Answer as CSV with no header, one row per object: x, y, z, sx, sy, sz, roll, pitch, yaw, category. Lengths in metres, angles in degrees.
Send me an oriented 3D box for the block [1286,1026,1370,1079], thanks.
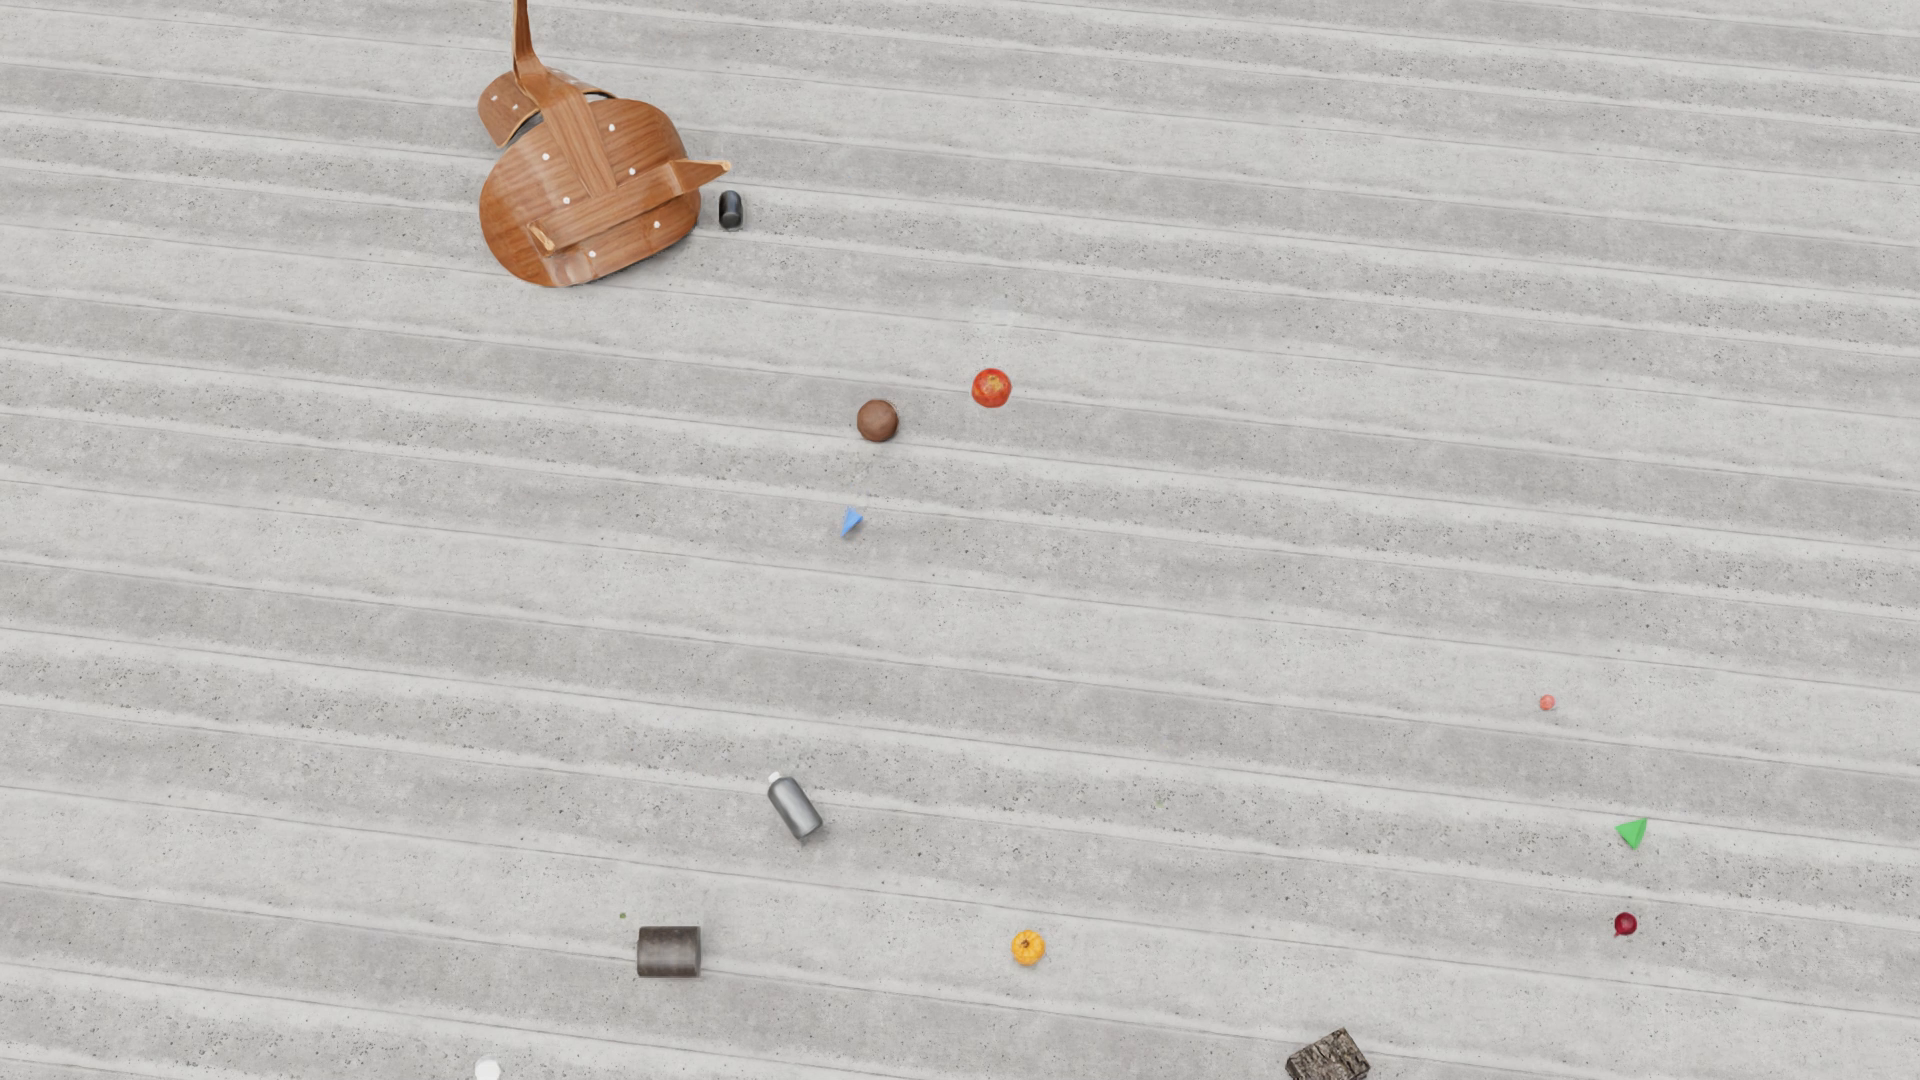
0.940,1.348,5.621,0.168,0.081,0.122,-24,59,-15,block

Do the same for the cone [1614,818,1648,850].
1.826,0.795,6.023,0.076,0.062,0.100,14,59,36,cone
